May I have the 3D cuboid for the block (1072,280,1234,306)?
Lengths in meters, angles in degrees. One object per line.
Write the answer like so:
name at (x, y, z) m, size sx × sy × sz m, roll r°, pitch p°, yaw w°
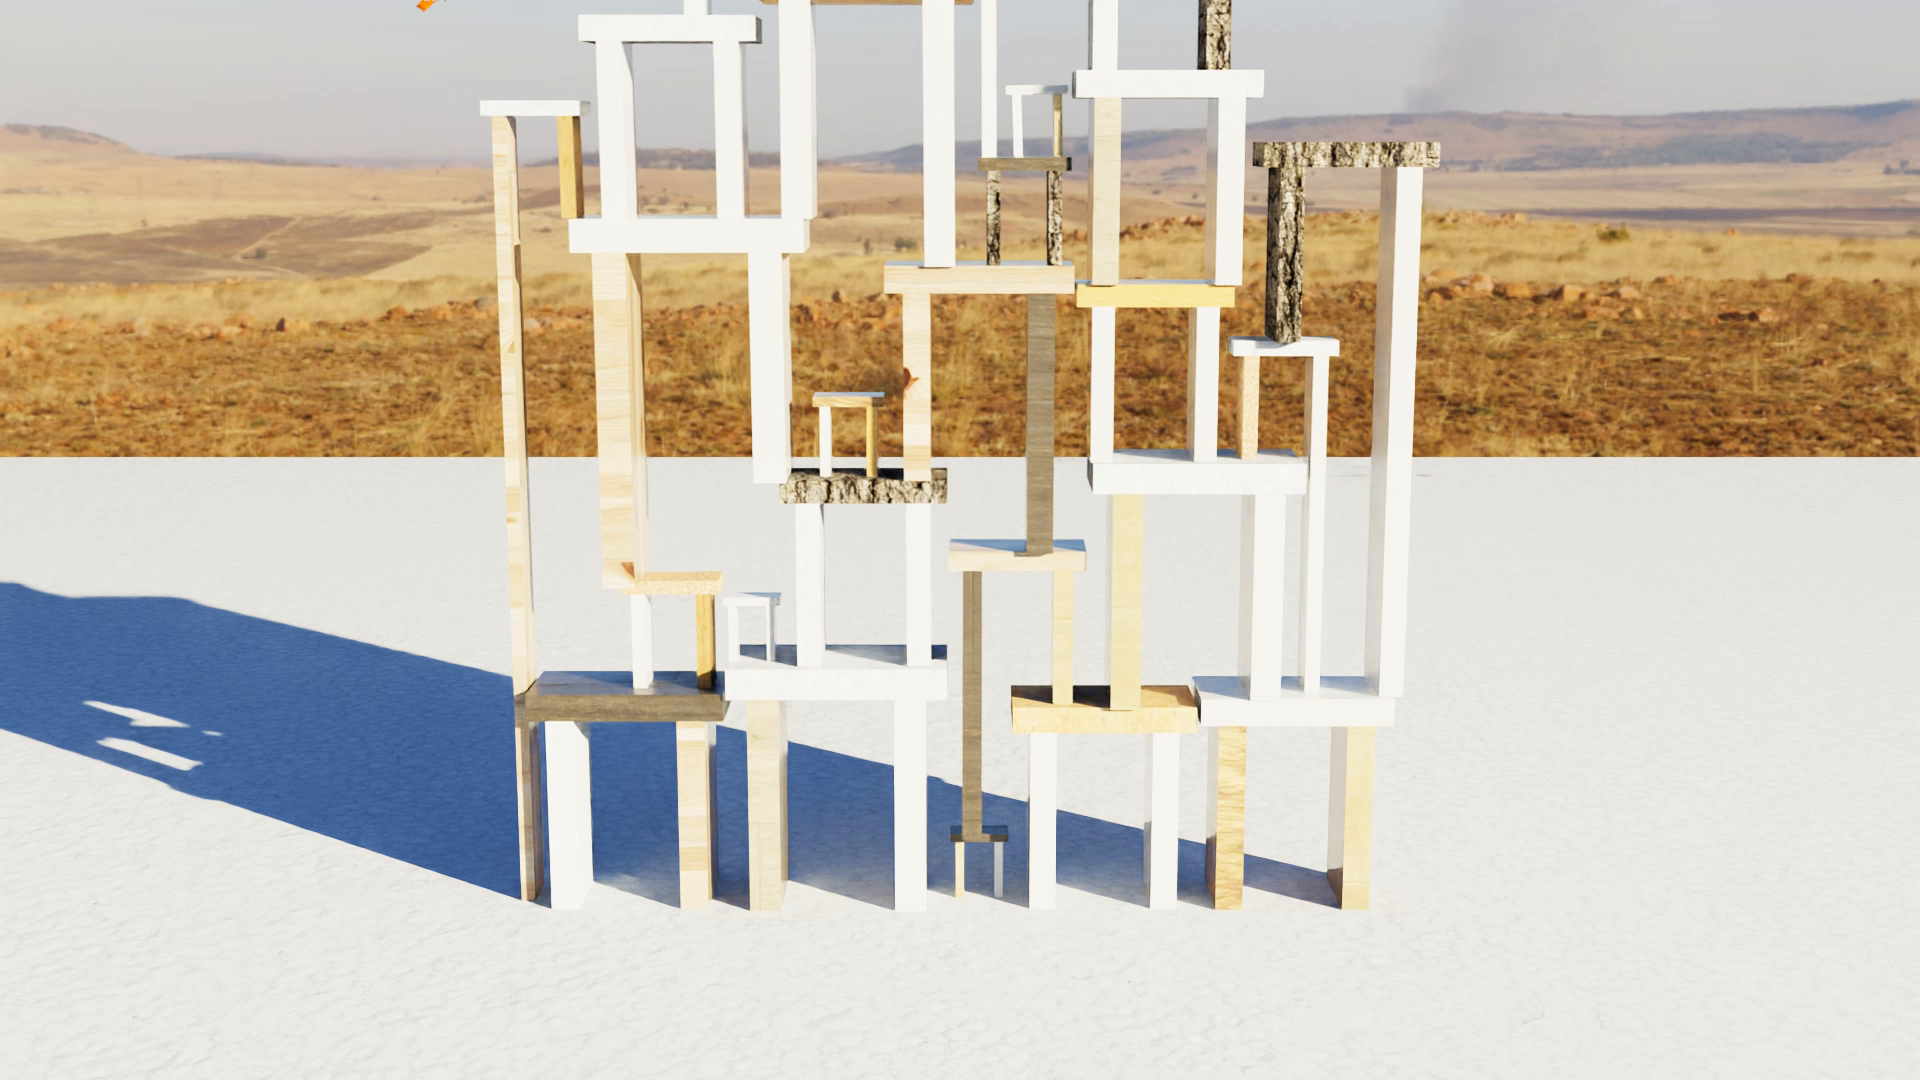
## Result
block at (0.305, -0.391, 3.483) m, size 0.245 × 0.035 × 0.122 m, roll 0°, pitch 11°, yaw 0°

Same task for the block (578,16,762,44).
block at (-0.447, -0.792, 3.414) m, size 0.268 × 0.038 × 0.134 m, roll 0°, pitch 11°, yaw 0°

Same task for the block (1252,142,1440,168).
block at (0.604, -0.605, 3.452) m, size 0.270 × 0.038 × 0.135 m, roll 0°, pitch 11°, yaw 0°

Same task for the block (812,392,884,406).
block at (-0.177, -0.225, 3.519) m, size 0.112 × 0.016 × 0.056 m, roll 0°, pitch 11°, yaw 0°

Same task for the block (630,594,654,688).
block at (-0.518, 0.157, 3.591) m, size 0.022 × 0.156 × 0.078 m, roll 0°, pitch 11°, yaw 0°

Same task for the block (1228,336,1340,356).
block at (0.514, -0.309, 3.506) m, size 0.166 × 0.023 × 0.083 m, roll 0°, pitch 11°, yaw 0°

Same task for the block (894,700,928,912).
block at (-0.080, 0.415, 3.641) m, size 0.050 × 0.355 × 0.177 m, roll 0°, pitch 11°, yaw 0°

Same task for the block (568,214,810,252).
block at (-0.421, -0.483, 3.466) m, size 0.359 × 0.051 × 0.180 m, roll 0°, pitch 11°, yaw -1°

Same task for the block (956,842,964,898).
block at (0.000, 0.542, 3.664) m, size 0.014 × 0.096 × 0.048 m, roll 0°, pitch 11°, yaw 0°

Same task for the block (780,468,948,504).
block at (-0.153, -0.088, 3.545) m, size 0.265 × 0.038 × 0.133 m, roll 0°, pitch 11°, yaw 0°

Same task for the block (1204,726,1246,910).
block at (0.439, 0.438, 3.639) m, size 0.044 × 0.311 × 0.155 m, roll 0°, pitch 11°, yaw 0°

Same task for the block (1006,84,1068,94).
block at (0.120, -0.701, 3.421) m, size 0.095 × 0.014 × 0.048 m, roll 0°, pitch 13°, yaw 2°

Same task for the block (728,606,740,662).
block at (-0.368, 0.147, 3.584) m, size 0.013 × 0.092 × 0.046 m, roll 0°, pitch 11°, yaw 0°

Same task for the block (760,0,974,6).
block at (-0.143, -0.855, 3.400) m, size 0.329 × 0.047 × 0.164 m, roll 0°, pitch 11°, yaw 0°

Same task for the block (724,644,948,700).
block at (-0.198, 0.216, 3.604) m, size 0.355 × 0.050 × 0.177 m, roll 0°, pitch 11°, yaw 0°

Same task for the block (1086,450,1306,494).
block at (0.376, -0.111, 3.536) m, size 0.335 × 0.047 × 0.167 m, roll 0°, pitch 11°, yaw 0°

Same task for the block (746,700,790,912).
block at (-0.317, 0.415, 3.641) m, size 0.050 × 0.355 × 0.177 m, roll 0°, pitch 11°, yaw 0°

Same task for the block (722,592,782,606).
block at (-0.338, 0.096, 3.574) m, size 0.092 × 0.013 × 0.046 m, roll 0°, pitch 11°, yaw 0°

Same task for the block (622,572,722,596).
block at (-0.467, 0.070, 3.574) m, size 0.156 × 0.022 × 0.078 m, roll -1°, pitch 11°, yaw -2°

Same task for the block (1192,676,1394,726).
block at (0.542, 0.263, 3.607) m, size 0.310 × 0.044 × 0.155 m, roll 0°, pitch 11°, yaw 0°

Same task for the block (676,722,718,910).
block at (-0.434, 0.434, 3.644) m, size 0.045 × 0.317 × 0.158 m, roll 0°, pitch 11°, yaw 0°

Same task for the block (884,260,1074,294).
block at (0.030, -0.417, 3.484) m, size 0.295 × 0.042 × 0.148 m, roll 0°, pitch 11°, yaw 0°

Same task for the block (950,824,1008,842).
block at (0.031, 0.488, 3.655) m, size 0.096 × 0.014 × 0.048 m, roll 0°, pitch 11°, yaw 0°

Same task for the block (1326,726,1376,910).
block at (0.646, 0.438, 3.639) m, size 0.044 × 0.311 × 0.155 m, roll 0°, pitch 11°, yaw 0°

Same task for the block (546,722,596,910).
block at (-0.645, 0.434, 3.644) m, size 0.045 × 0.317 × 0.158 m, roll 0°, pitch 11°, yaw 0°

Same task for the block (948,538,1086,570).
block at (0.093, 0.024, 3.568) m, size 0.221 × 0.031 × 0.110 m, roll 0°, pitch 11°, yaw 1°

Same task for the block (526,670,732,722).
block at (-0.539, 0.256, 3.611) m, size 0.317 × 0.045 × 0.158 m, roll 0°, pitch 11°, yaw 0°

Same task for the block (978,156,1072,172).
block at (0.100, -0.589, 3.444) m, size 0.145 × 0.021 × 0.072 m, roll 0°, pitch 11°, yaw 0°

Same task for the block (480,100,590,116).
block at (-0.663, -0.675, 3.437) m, size 0.157 × 0.022 × 0.078 m, roll 0°, pitch 11°, yaw 2°

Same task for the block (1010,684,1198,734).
block at (0.233, 0.277, 3.612) m, size 0.297 × 0.042 × 0.149 m, roll 0°, pitch 11°, yaw 0°

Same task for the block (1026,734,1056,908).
block at (0.135, 0.444, 3.644) m, size 0.042 × 0.297 × 0.149 m, roll 0°, pitch 11°, yaw 0°

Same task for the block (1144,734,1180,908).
block at (0.333, 0.444, 3.644) m, size 0.042 × 0.297 × 0.149 m, roll 0°, pitch 11°, yaw 0°

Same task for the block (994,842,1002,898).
block at (0.064, 0.542, 3.664) m, size 0.014 × 0.096 × 0.048 m, roll 0°, pitch 11°, yaw 0°

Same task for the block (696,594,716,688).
block at (-0.415, 0.157, 3.591) m, size 0.022 × 0.156 × 0.078 m, roll 0°, pitch 11°, yaw 0°

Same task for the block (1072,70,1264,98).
block at (0.320, -0.709, 3.425) m, size 0.285 × 0.040 × 0.143 m, roll 0°, pitch 11°, yaw 0°
